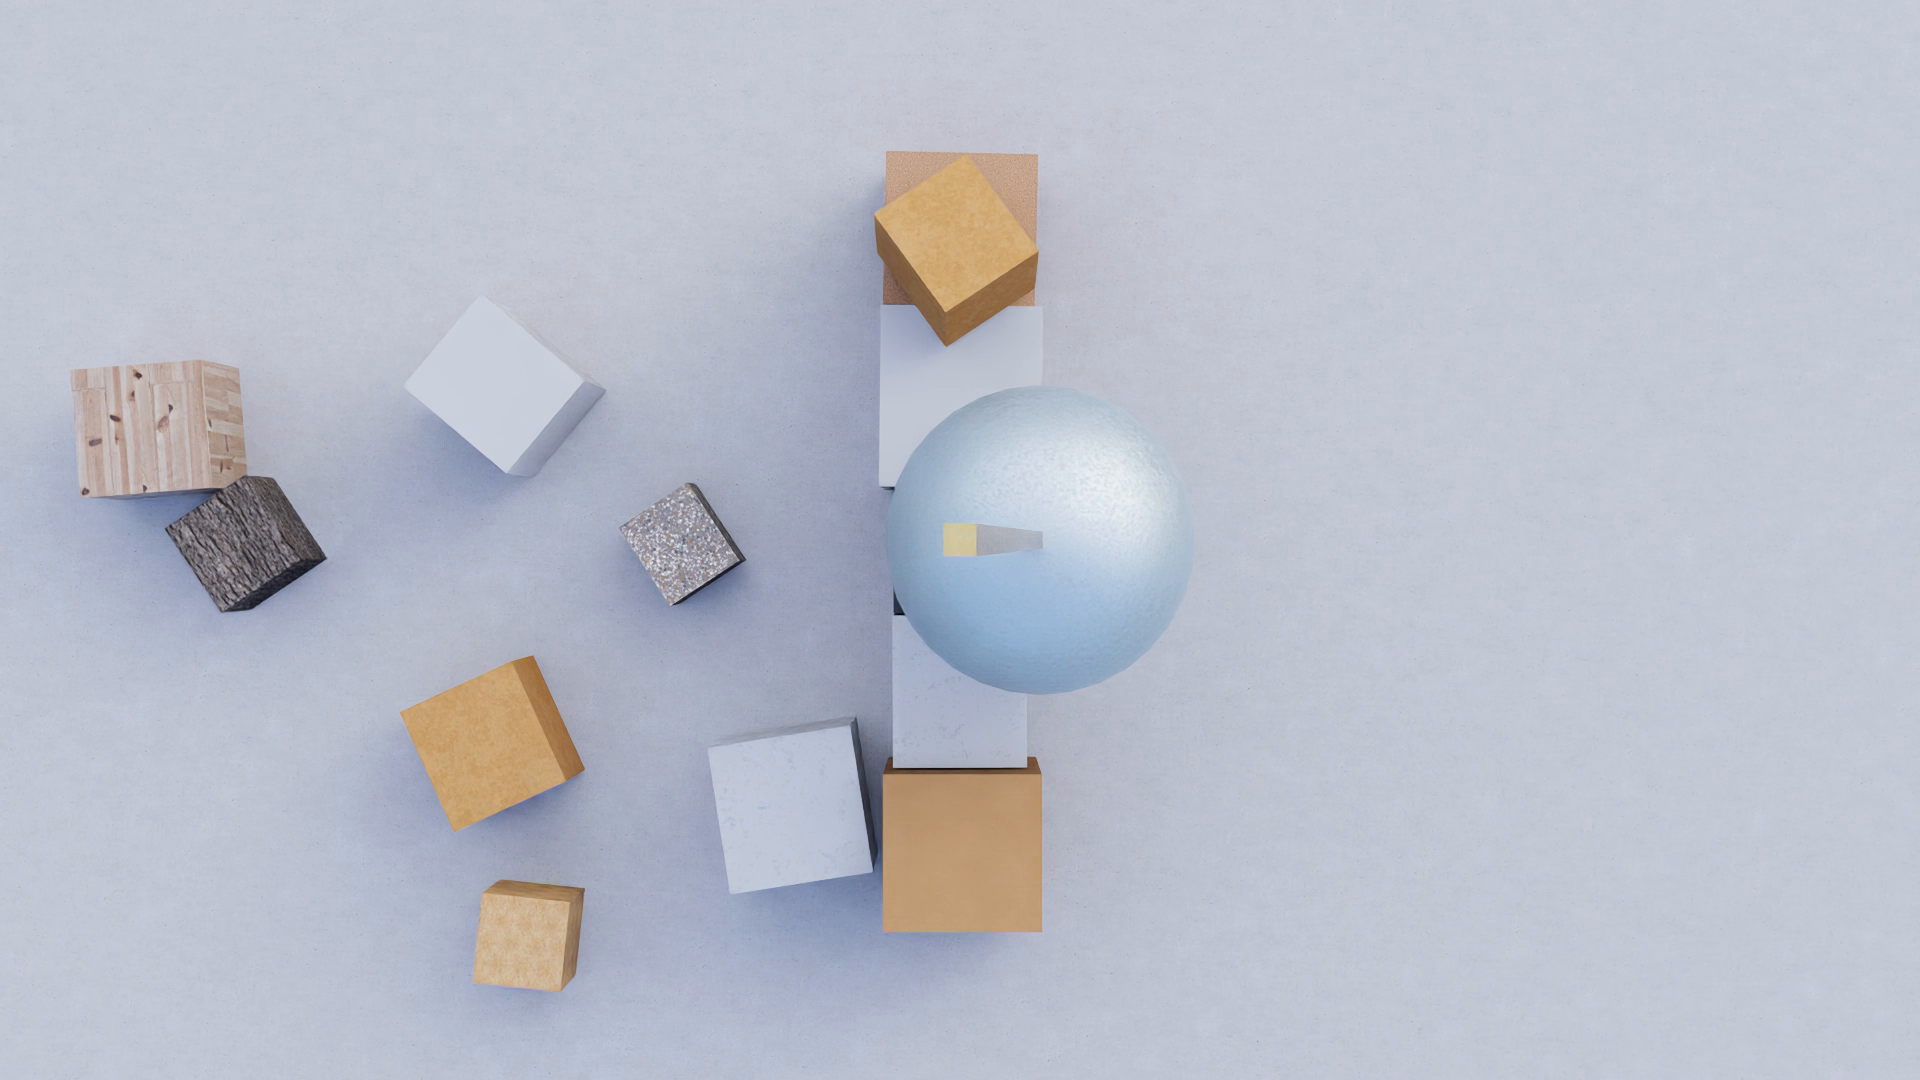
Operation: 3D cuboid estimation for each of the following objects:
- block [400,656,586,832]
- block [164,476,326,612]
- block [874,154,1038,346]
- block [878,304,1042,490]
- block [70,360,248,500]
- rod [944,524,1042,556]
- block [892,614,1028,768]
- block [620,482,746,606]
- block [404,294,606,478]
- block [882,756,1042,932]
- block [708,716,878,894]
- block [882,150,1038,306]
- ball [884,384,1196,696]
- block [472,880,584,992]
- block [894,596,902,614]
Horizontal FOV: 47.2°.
[{"bbox_3d":[-2.684,1.162,12.684,0.692,0.631,0.742,-24,90,0],"label":"block"},{"bbox_3d":[-4.126,0.022,12.737,0.547,0.526,0.576,-34,90,0],"label":"block"},{"bbox_3d":[-0.021,-1.554,11.869,0.597,0.567,0.667,-34,79,-8],"label":"block"},{"bbox_3d":[0.004,-0.791,12.548,0.889,0.904,0.999,1,90,0],"label":"block"},{"bbox_3d":[-4.606,-0.626,12.683,0.744,0.633,0.724,-5,90,0],"label":"block"},{"bbox_3d":[0.178,0.000,7.957,0.080,5.200,0.080,0,90,4],"label":"rod"},{"bbox_3d":[-0.002,0.845,12.629,0.747,0.743,0.849,0,90,0],"label":"block"},{"bbox_3d":[-1.608,0.023,12.787,0.472,0.426,0.537,-33,90,0],"label":"block"},{"bbox_3d":[-2.591,-0.871,12.609,0.751,0.781,0.675,40,90,0],"label":"block"},{"bbox_3d":[0.014,1.713,12.509,0.870,0.983,0.863,0,90,0],"label":"block"},{"bbox_3d":[-0.948,1.507,12.639,0.807,0.721,0.828,-9,90,0],"label":"block"},{"bbox_3d":[0.003,-1.733,12.625,0.847,0.751,0.850,1,90,0],"label":"block"},{"bbox_3d":[0.411,0.000,11.349,1.600,1.600,1.600,0,90,0],"label":"ball"},{"bbox_3d":[-2.494,2.287,12.748,0.502,0.505,0.514,6,90,0],"label":"block"},{"bbox_3d":[0.005,0.069,12.695,0.761,0.611,0.687,0,90,0],"label":"block"}]
